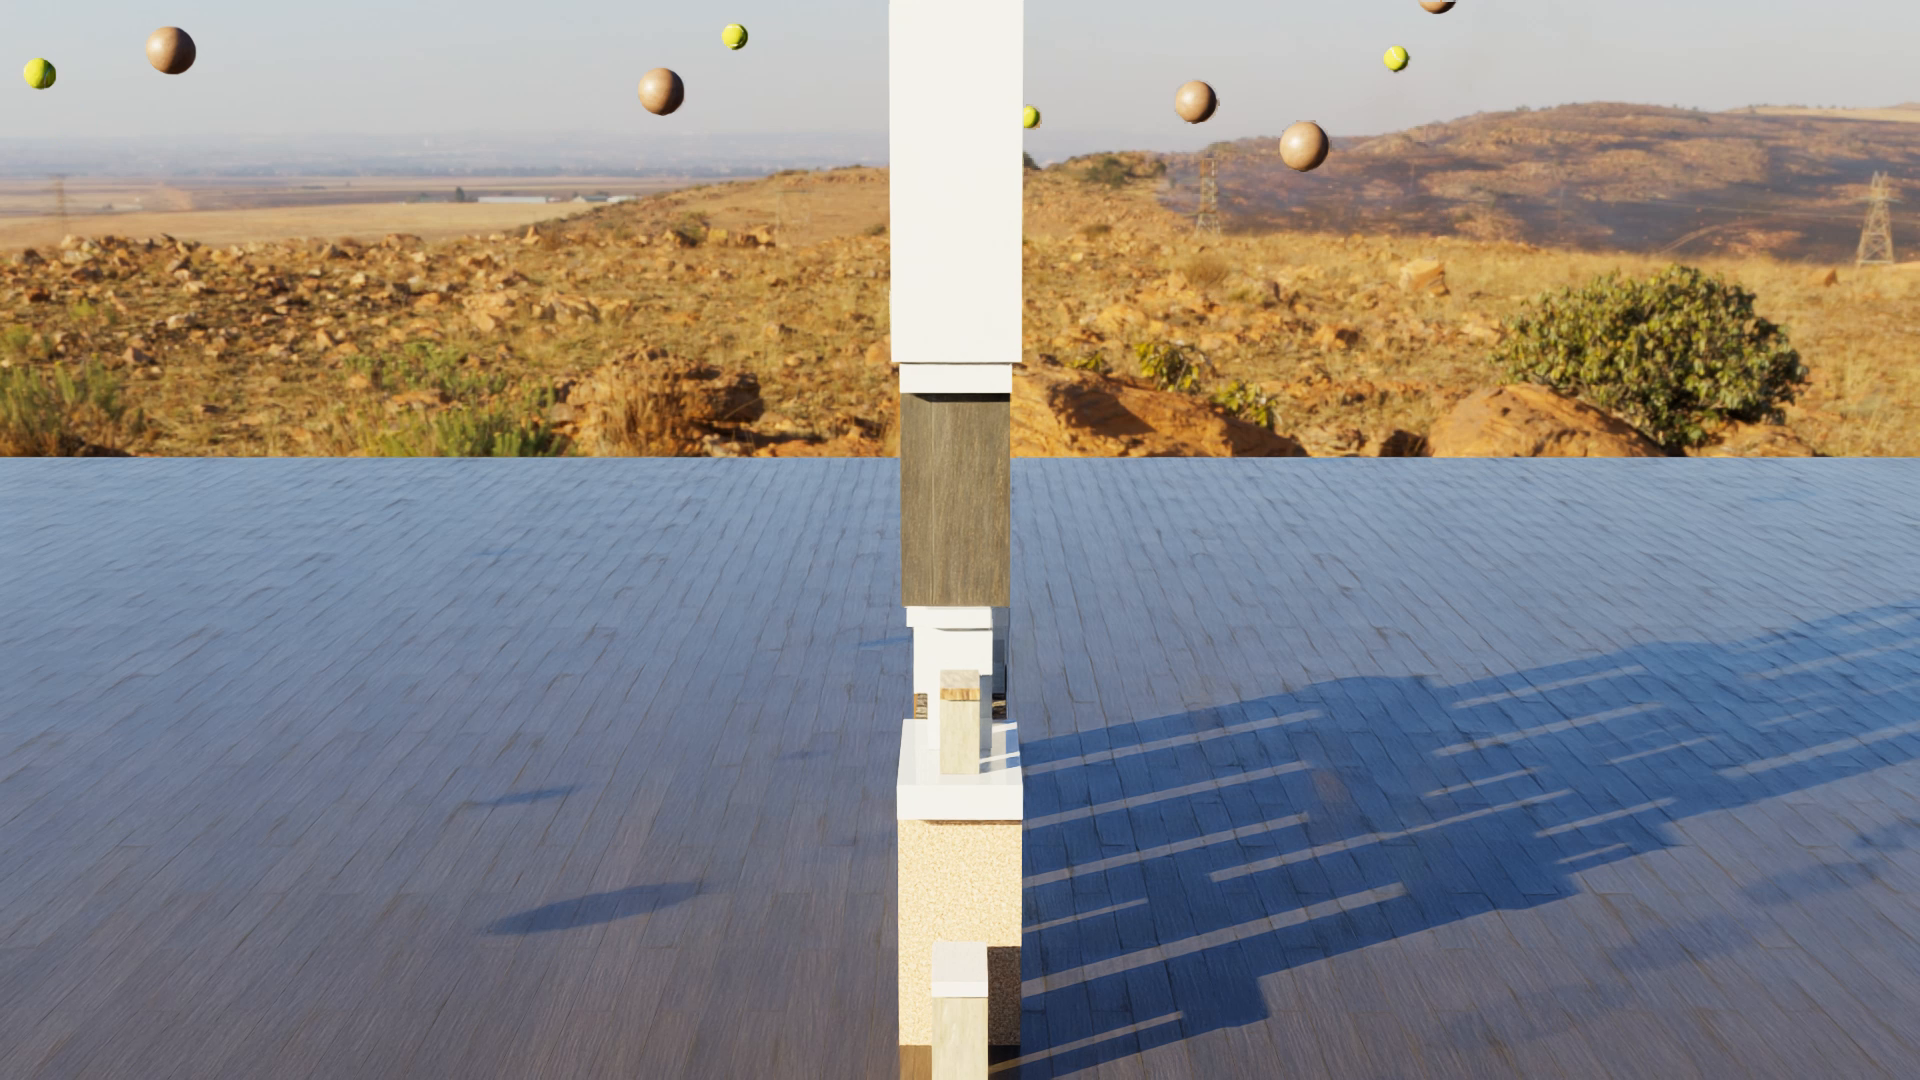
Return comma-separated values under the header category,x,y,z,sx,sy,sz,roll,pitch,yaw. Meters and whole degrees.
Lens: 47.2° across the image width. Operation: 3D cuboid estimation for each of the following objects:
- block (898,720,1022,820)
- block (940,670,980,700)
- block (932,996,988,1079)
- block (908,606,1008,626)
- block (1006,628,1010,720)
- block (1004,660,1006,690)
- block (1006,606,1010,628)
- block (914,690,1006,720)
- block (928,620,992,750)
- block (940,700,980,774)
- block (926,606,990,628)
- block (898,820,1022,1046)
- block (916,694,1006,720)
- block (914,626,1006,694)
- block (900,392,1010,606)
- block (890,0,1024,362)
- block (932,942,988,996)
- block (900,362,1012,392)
category,x,y,z,sx,sy,sz,roll,pitch,yaw
block,0.000,0.323,3.129,0.169,0.048,0.337,0,11,0
block,0.000,0.199,3.032,0.054,0.015,0.108,0,11,0
block,0.000,0.660,2.891,0.073,0.146,0.021,0,11,0
block,-0.003,-0.061,3.296,0.153,0.381,0.043,0,10,0
block,0.003,0.324,4.137,0.176,0.353,0.050,0,11,0
block,0.000,0.205,3.889,0.158,0.045,0.316,0,11,0
block,0.004,0.104,4.216,0.176,0.050,0.353,0,11,0
block,0.000,0.402,3.819,0.158,0.316,0.045,0,11,0
block,0.000,0.207,3.125,0.091,0.182,0.026,0,11,0
block,-0.001,0.266,3.008,0.054,0.108,0.015,0,11,0
block,-0.003,0.094,3.165,0.091,0.026,0.182,0,11,0
block,0.000,0.533,3.053,0.169,0.337,0.048,0,11,0
block,0.002,0.289,3.592,0.145,0.041,0.290,0,11,0
block,-0.001,0.089,3.649,0.151,0.331,0.043,0,11,0
block,-0.006,-0.061,3.088,0.153,0.306,0.043,0,11,0
block,-0.005,-0.518,2.964,0.177,0.552,0.050,0,11,1
block,0.000,0.570,2.924,0.073,0.021,0.146,0,11,0
block,-0.005,-0.251,3.156,0.153,0.043,0.306,0,11,0
